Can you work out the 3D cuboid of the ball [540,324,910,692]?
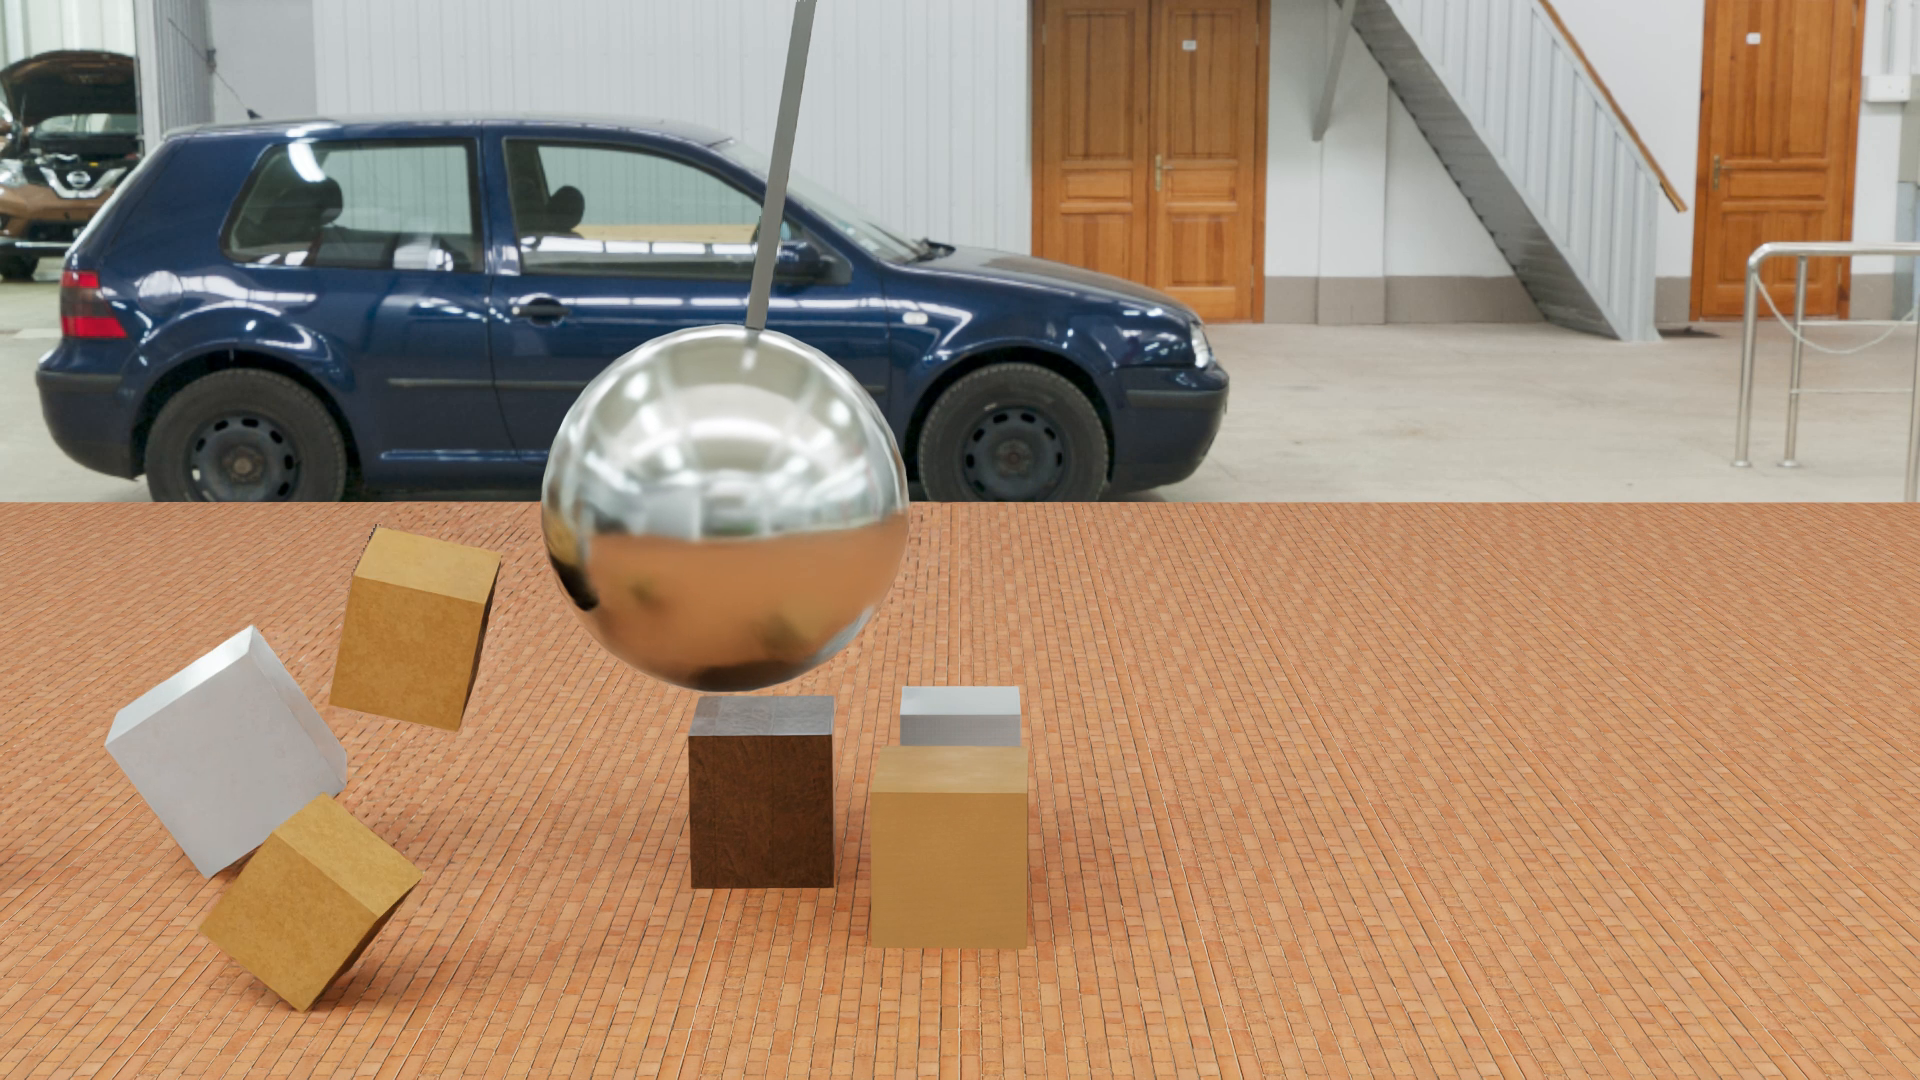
[{"bbox_3d":[-1.017,-0.137,11.155,1.600,1.600,1.600,0,10,0],"label":"ball"}]

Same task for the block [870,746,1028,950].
[{"bbox_3d":[-0.033,1.274,10.727,0.632,0.656,0.727,0,10,2],"label":"block"}]

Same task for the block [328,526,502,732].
[{"bbox_3d":[-2.363,0.381,11.172,0.558,0.602,0.635,13,18,-7],"label":"block"}]

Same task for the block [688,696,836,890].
[{"bbox_3d":[-0.874,1.118,11.490,0.622,0.689,0.713,0,10,-2],"label":"block"}]

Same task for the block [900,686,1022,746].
[{"bbox_3d":[0.002,1.049,12.113,0.559,0.602,0.550,0,10,0],"label":"block"}]

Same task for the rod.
[{"bbox_3d":[-0.441,-3.434,10.556,0.080,5.200,0.080,10,10,-2],"label":"rod"}]

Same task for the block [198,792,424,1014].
[{"bbox_3d":[-2.489,1.390,9.877,0.511,0.512,0.501,39,14,-1],"label":"block"}]

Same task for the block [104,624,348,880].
[{"bbox_3d":[-3.283,0.942,11.541,0.727,0.746,0.609,-34,16,-5],"label":"block"}]
